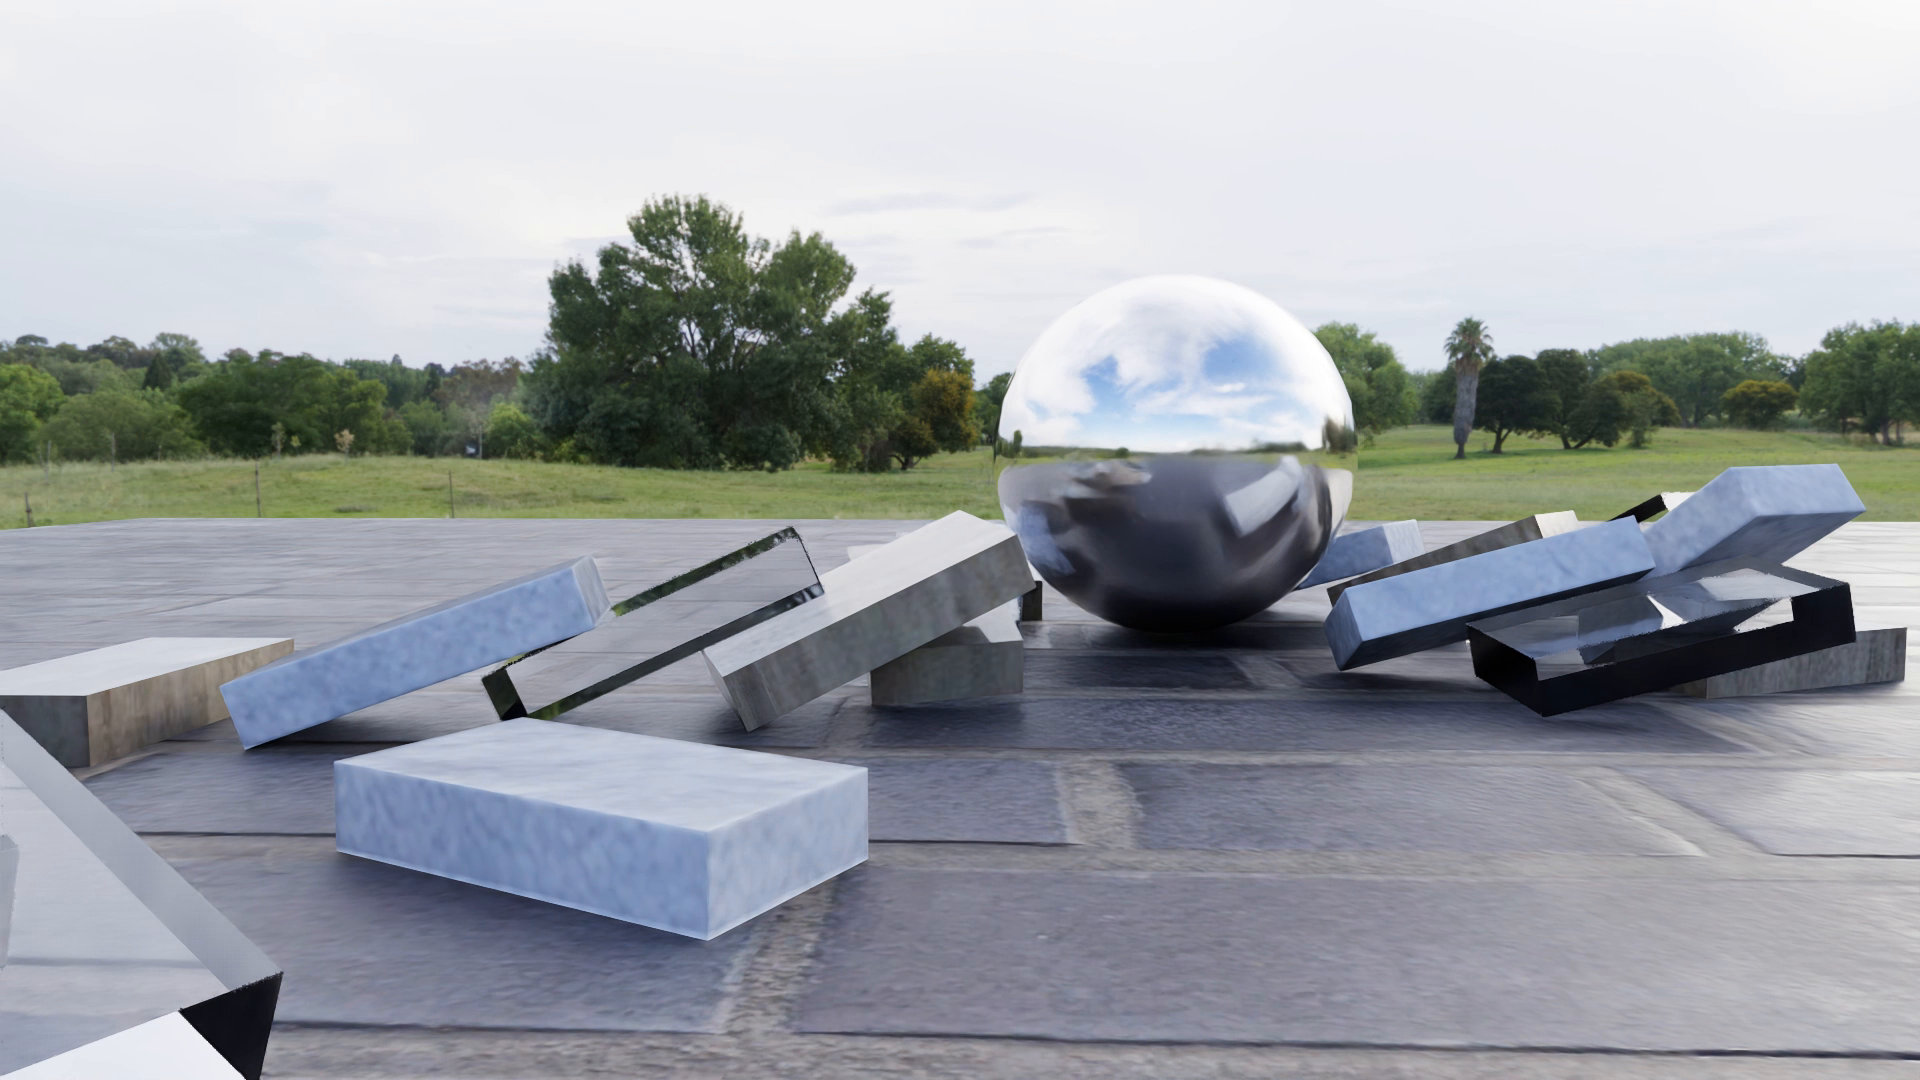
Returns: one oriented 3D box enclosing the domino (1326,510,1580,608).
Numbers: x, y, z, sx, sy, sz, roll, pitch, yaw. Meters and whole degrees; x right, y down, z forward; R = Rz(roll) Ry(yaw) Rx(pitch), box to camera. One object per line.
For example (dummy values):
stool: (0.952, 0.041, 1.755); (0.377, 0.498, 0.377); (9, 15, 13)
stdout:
domino: (0.112, 0.007, 0.291); (0.050, 0.009, 0.025); (-26, -14, 41)

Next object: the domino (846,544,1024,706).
domino: (-0.006, 0.013, 0.232); (0.025, 0.009, 0.050); (-4, 20, -8)

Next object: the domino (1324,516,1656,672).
domino: (0.092, 0.010, 0.228); (0.050, 0.009, 0.025); (-14, -19, 2)

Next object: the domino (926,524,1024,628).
domino: (0.002, 0.009, 0.299); (0.025, 0.009, 0.050); (0, 20, 5)

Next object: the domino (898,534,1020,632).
domino: (-0.001, 0.011, 0.265); (0.025, 0.010, 0.050); (-1, 20, 0)

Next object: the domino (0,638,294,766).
domino: (-0.127, 0.023, 0.194); (0.025, 0.010, 0.050); (0, 4, 2)

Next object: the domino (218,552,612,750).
domino: (-0.080, 0.016, 0.194); (0.050, 0.010, 0.025); (-19, 7, -8)

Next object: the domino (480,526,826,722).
domino: (-0.047, 0.013, 0.201); (0.050, 0.009, 0.025); (-25, 8, -7)

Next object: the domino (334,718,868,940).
domino: (-0.037, 0.028, 0.133); (0.050, 0.010, 0.025); (2, 5, 29)

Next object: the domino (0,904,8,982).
domino: (-0.096, 0.024, 0.093); (0.050, 0.010, 0.025); (21, 14, 26)

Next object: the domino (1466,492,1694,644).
domino: (0.130, 0.006, 0.264); (0.025, 0.009, 0.050); (-3, -25, -36)

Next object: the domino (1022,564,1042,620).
domino: (0.008, 0.013, 0.336); (0.025, 0.009, 0.050); (0, 4, 2)

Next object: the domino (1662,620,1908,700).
domino: (0.143, 0.020, 0.234); (0.050, 0.009, 0.025); (-2, 5, -21)

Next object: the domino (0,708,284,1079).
domino: (-0.071, 0.023, 0.083); (0.050, 0.010, 0.025); (26, 16, 26)

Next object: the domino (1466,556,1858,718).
domino: (0.114, 0.015, 0.211); (0.050, 0.009, 0.025); (-14, 9, 0)

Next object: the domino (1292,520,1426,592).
domino: (0.085, 0.007, 0.314); (0.050, 0.009, 0.025); (-19, -8, 36)

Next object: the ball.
ball: (0.047, -0.019, 0.287); (0.080, 0.080, 0.080); (0, 4, 0)

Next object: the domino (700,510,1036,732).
domino: (-0.016, 0.012, 0.206); (0.050, 0.010, 0.025); (-26, 18, -15)

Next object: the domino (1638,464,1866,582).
domino: (0.133, 0.004, 0.234); (0.025, 0.009, 0.050); (-3, -30, -20)
